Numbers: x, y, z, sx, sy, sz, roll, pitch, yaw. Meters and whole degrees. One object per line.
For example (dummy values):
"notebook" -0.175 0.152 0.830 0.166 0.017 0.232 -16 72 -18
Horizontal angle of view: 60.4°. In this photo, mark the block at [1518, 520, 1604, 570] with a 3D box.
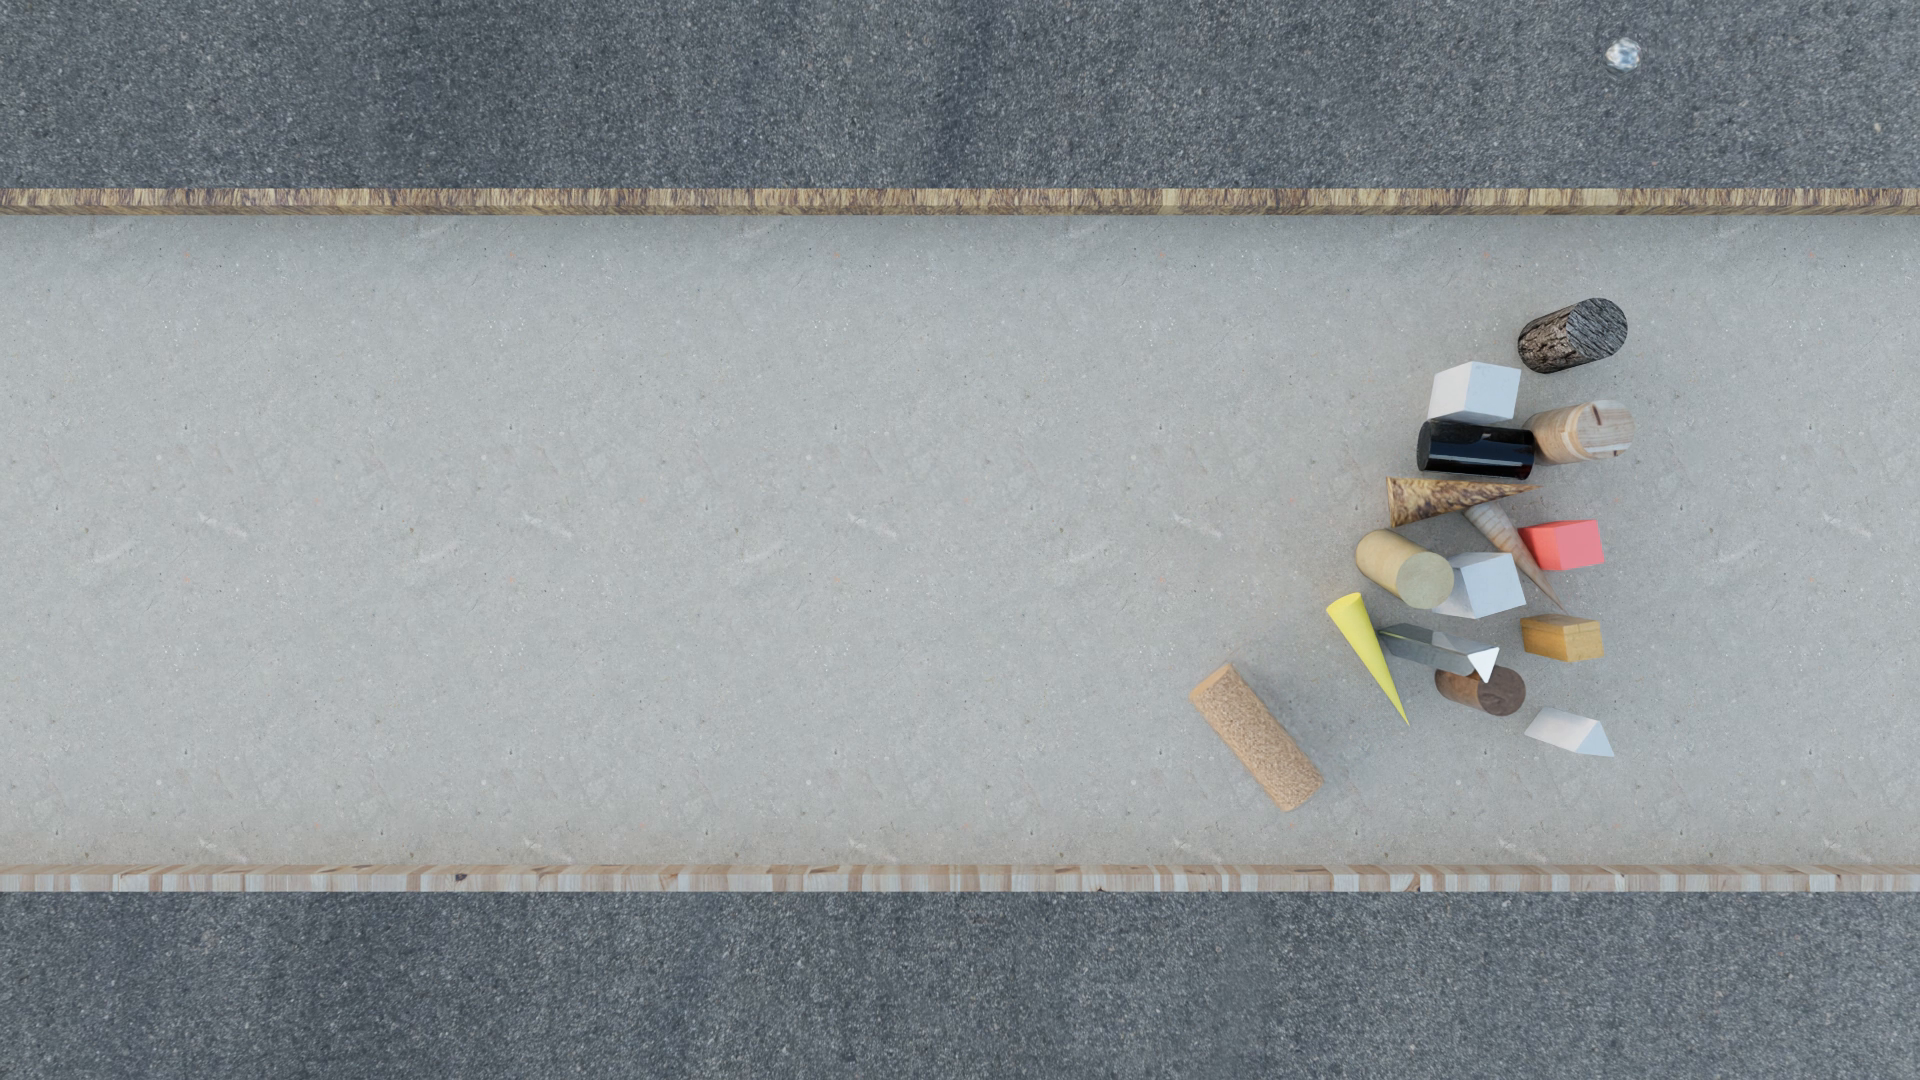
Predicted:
"block" 1.789 0.015 4.921 0.126 0.311 0.126 -11 90 0

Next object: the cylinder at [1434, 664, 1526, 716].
"cylinder" 1.536 0.429 4.885 0.141 0.378 0.141 0 91 -2

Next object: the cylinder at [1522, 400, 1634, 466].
"cylinder" 1.815 -0.313 4.868 0.169 0.407 0.169 0 90 -3

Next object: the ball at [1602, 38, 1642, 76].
"ball" 4.387 -3.196 10.924 0.246 0.246 0.246 0 90 0

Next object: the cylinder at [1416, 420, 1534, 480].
"cylinder" 1.561 -0.270 5.000 0.310 0.154 0.154 5 90 0

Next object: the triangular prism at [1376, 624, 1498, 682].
"triangular prism" 1.414 0.310 4.861 0.090 0.443 0.104 -42 108 -11

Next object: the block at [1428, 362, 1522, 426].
"block" 1.520 -0.429 4.892 0.142 0.370 0.142 10 90 0

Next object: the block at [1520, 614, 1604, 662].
"block" 1.783 0.288 4.896 0.104 0.359 0.104 -9 91 0

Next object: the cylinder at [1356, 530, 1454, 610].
"cylinder" 1.300 0.081 4.844 0.164 0.446 0.164 0 99 -1

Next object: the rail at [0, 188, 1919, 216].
"rail" -2.247 -1.025 5.002 12.000 0.150 0.050 0 90 0

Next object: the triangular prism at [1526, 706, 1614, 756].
"triangular prism" 1.796 0.557 4.864 0.108 0.425 0.094 7 90 0

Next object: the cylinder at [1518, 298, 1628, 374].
"cylinder" 1.803 -0.599 4.873 0.175 0.407 0.175 0 90 0

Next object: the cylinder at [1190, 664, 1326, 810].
"cylinder" 0.900 0.597 4.997 0.160 0.160 0.444 -40 90 0

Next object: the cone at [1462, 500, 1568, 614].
"cone" 1.692 0.058 4.957 0.114 0.114 0.440 -35 73 0

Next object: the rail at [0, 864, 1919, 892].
"rail" -2.247 1.025 5.001 12.000 0.150 0.050 0 90 0

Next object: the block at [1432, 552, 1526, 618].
"block" 1.506 0.130 4.867 0.150 0.420 0.150 -16 90 0

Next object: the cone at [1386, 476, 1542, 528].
"cone" 1.519 -0.137 4.946 0.454 0.158 0.158 -6 90 14

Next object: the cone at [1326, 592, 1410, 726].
"cone" 1.276 0.383 5.048 0.113 0.113 0.448 -29 97 0
